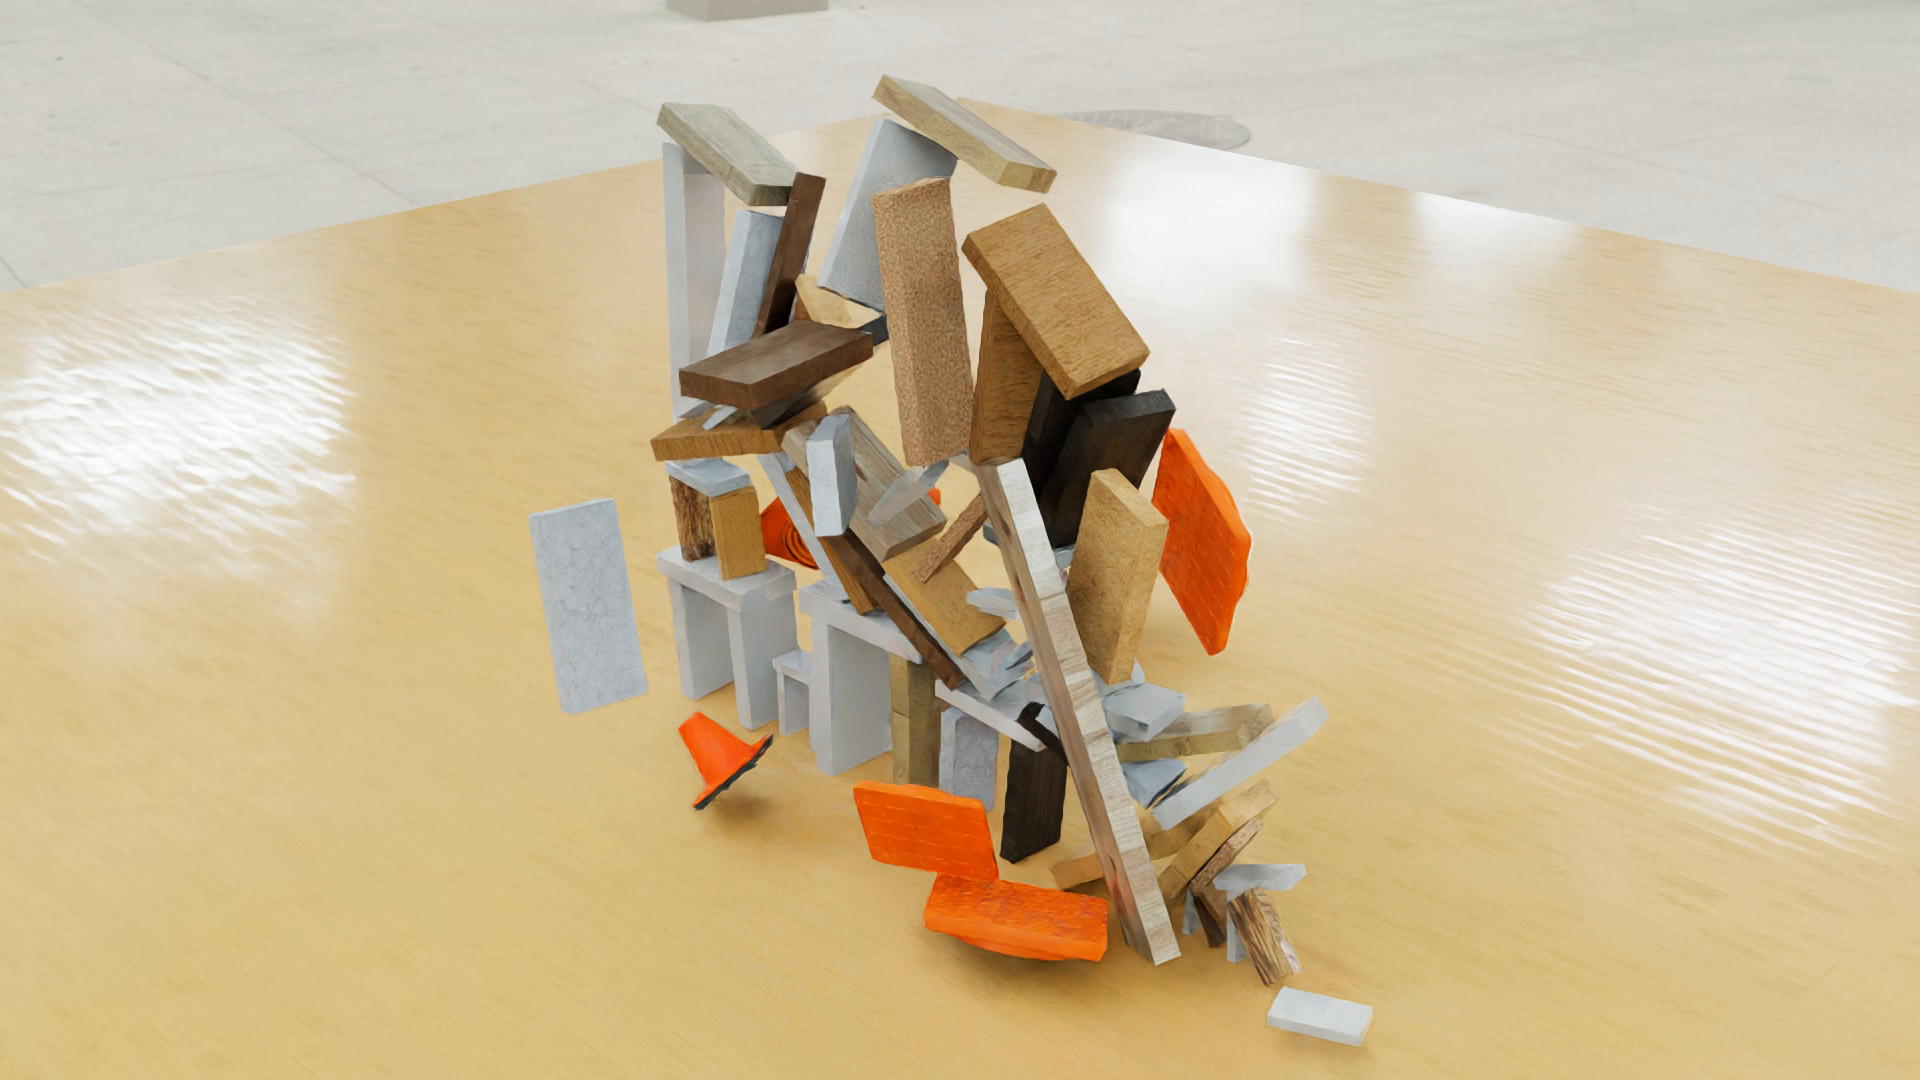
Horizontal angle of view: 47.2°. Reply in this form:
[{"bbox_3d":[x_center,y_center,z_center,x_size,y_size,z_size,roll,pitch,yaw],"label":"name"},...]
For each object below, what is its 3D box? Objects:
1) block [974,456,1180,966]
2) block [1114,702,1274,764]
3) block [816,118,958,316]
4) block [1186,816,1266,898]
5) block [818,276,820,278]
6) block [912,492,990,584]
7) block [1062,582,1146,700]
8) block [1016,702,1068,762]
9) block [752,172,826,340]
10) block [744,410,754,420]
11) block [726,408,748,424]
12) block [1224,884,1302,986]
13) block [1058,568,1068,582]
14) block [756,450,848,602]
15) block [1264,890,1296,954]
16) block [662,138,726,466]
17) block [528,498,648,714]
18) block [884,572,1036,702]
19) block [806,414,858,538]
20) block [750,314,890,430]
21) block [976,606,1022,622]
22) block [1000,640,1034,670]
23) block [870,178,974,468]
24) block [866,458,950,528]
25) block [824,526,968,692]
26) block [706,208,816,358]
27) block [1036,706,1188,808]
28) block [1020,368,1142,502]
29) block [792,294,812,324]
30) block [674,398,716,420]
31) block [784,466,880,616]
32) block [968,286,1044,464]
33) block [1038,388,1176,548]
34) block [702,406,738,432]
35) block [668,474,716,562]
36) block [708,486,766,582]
[{"bbox_3d":[0.205,0.299,3.889,0.049,0.921,0.171,-19,7,-12],"label":"block"},{"bbox_3d":[0.422,0.349,3.981,0.264,0.037,0.132,-11,12,38],"label":"block"},{"bbox_3d":[-0.128,-0.576,3.948,0.160,0.319,0.045,20,-3,-25],"label":"block"},{"bbox_3d":[0.469,0.563,3.900,0.080,0.210,0.023,-35,74,-32],"label":"block"},{"bbox_3d":[-0.209,-0.500,4.109,0.064,0.018,0.128,-14,7,22],"label":"block"},{"bbox_3d":[0.018,-0.032,4.118,0.029,0.318,0.104,46,46,6],"label":"block"},{"bbox_3d":[0.240,0.178,4.024,0.111,0.222,0.031,-20,-16,-17],"label":"block"},{"bbox_3d":[0.238,0.379,4.123,0.248,0.035,0.124,38,36,15],"label":"block"},{"bbox_3d":[-0.345,-0.522,4.332,0.023,0.406,0.080,21,12,24],"label":"block"},{"bbox_3d":[-0.382,-0.281,4.387,0.113,0.016,0.057,-39,-2,43],"label":"block"},{"bbox_3d":[-0.418,-0.279,4.421,0.113,0.016,0.057,-38,9,24],"label":"block"},{"bbox_3d":[0.530,0.692,3.845,0.023,0.159,0.080,-13,-18,-41],"label":"block"},{"bbox_3d":[0.175,0.130,4.098,0.031,0.222,0.111,-16,8,42],"label":"block"},{"bbox_3d":[-0.263,-0.063,4.455,0.048,0.339,0.170,-22,11,42],"label":"block"},{"bbox_3d":[0.549,0.704,3.928,0.073,0.147,0.021,-22,-1,-42],"label":"block"},{"bbox_3d":[-0.548,-0.503,4.599,0.047,0.681,0.165,9,22,22],"label":"block"},{"bbox_3d":[-0.732,0.129,4.334,0.170,0.396,0.048,-15,12,-37],"label":"block"},{"bbox_3d":[-0.001,0.158,4.255,0.317,0.035,0.124,49,47,11],"label":"block"},{"bbox_3d":[-0.226,-0.119,3.932,0.047,0.164,0.352,-5,10,3],"label":"block"},{"bbox_3d":[-0.261,-0.323,4.231,0.164,0.047,0.329,-32,-1,-37],"label":"block"},{"bbox_3d":[0.105,0.130,4.182,0.072,0.020,0.144,-10,14,-39],"label":"block"},{"bbox_3d":[0.144,0.197,4.184,0.072,0.144,0.020,-24,77,-41],"label":"block"},{"bbox_3d":[-0.058,-0.382,3.858,0.045,0.481,0.160,7,22,37],"label":"block"},{"bbox_3d":[-0.092,-0.101,4.114,0.208,0.029,0.104,-33,18,54],"label":"block"},{"bbox_3d":[-0.087,0.094,4.310,0.159,0.045,0.417,-29,74,-42],"label":"block"},{"bbox_3d":[-0.400,-0.483,4.387,0.165,0.330,0.047,3,14,-46],"label":"block"},{"bbox_3d":[0.283,0.377,4.089,0.264,0.037,0.132,39,36,16],"label":"block"},{"bbox_3d":[0.195,-0.159,3.921,0.166,0.408,0.047,-11,52,-21],"label":"block"},{"bbox_3d":[-0.310,-0.417,4.374,0.023,0.160,0.080,6,-11,17],"label":"block"},{"bbox_3d":[-0.520,-0.280,4.477,0.113,0.016,0.057,-27,-12,22],"label":"block"},{"bbox_3d":[-0.215,-0.025,4.411,0.045,0.319,0.159,-25,4,42],"label":"block"},{"bbox_3d":[0.116,-0.293,3.899,0.167,0.333,0.047,-6,29,-22],"label":"block"},{"bbox_3d":[0.246,-0.120,3.896,0.171,0.343,0.049,-12,55,-28],"label":"block"},{"bbox_3d":[-0.466,-0.261,4.414,0.113,0.016,0.057,-31,13,38],"label":"block"},{"bbox_3d":[-0.565,-0.059,4.754,0.098,0.195,0.028,-19,24,-29],"label":"block"},{"bbox_3d":[-0.469,-0.014,4.642,0.098,0.195,0.028,-15,33,-17],"label":"block"}]
